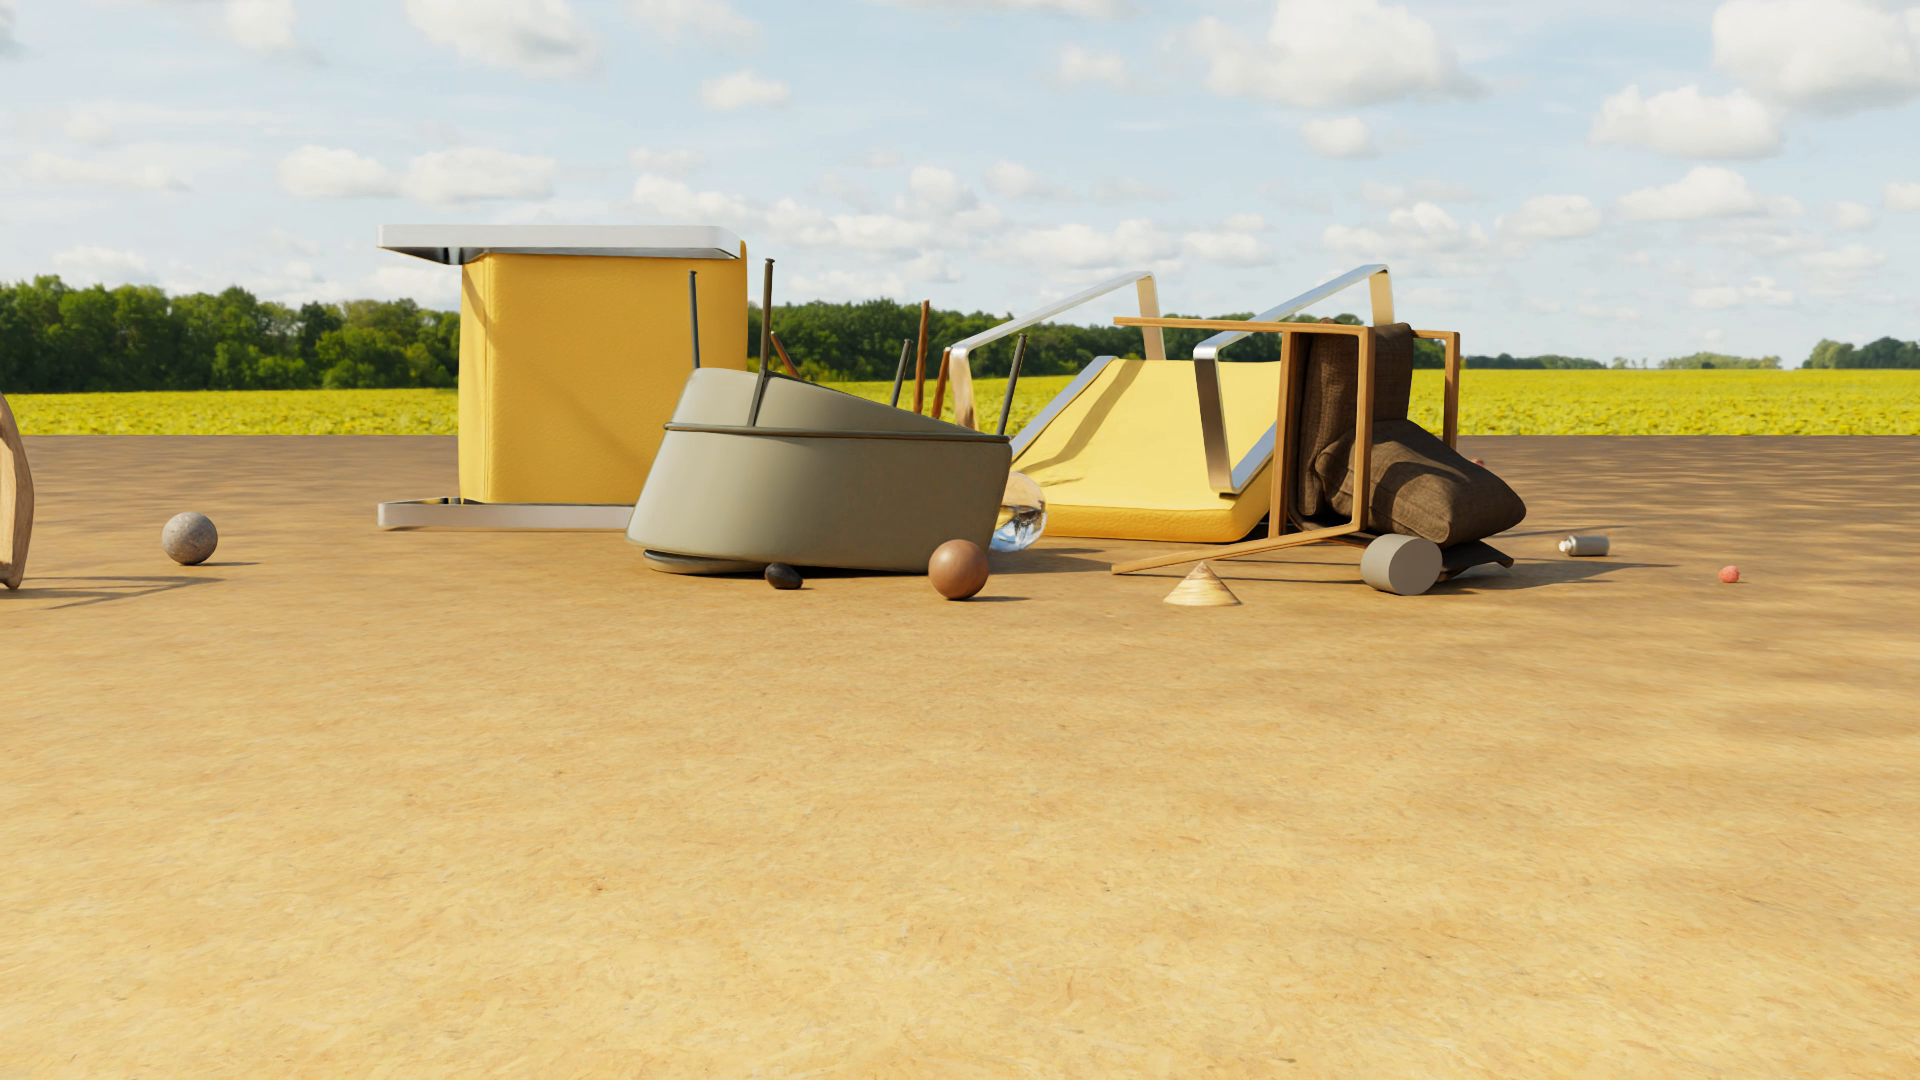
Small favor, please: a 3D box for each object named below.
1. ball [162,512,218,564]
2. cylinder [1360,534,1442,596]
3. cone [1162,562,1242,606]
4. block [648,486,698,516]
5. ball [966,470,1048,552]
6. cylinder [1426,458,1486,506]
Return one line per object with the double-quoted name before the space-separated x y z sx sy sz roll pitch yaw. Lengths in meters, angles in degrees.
"ball" -1.967 -0.004 5.618 0.136 0.136 0.136 0 4 0
"cylinder" 0.972 0.054 4.850 0.114 0.137 0.152 45 -6 -12
"cone" 0.510 0.088 4.624 0.146 0.088 0.191 -3 5 -38
"block" -1.023 -0.139 7.830 0.126 0.070 0.124 18 10 19
"ball" 0.130 -0.078 6.047 0.224 0.224 0.224 0 4 0
"cylinder" 1.919 -0.224 8.508 0.185 0.181 0.172 2 41 32
